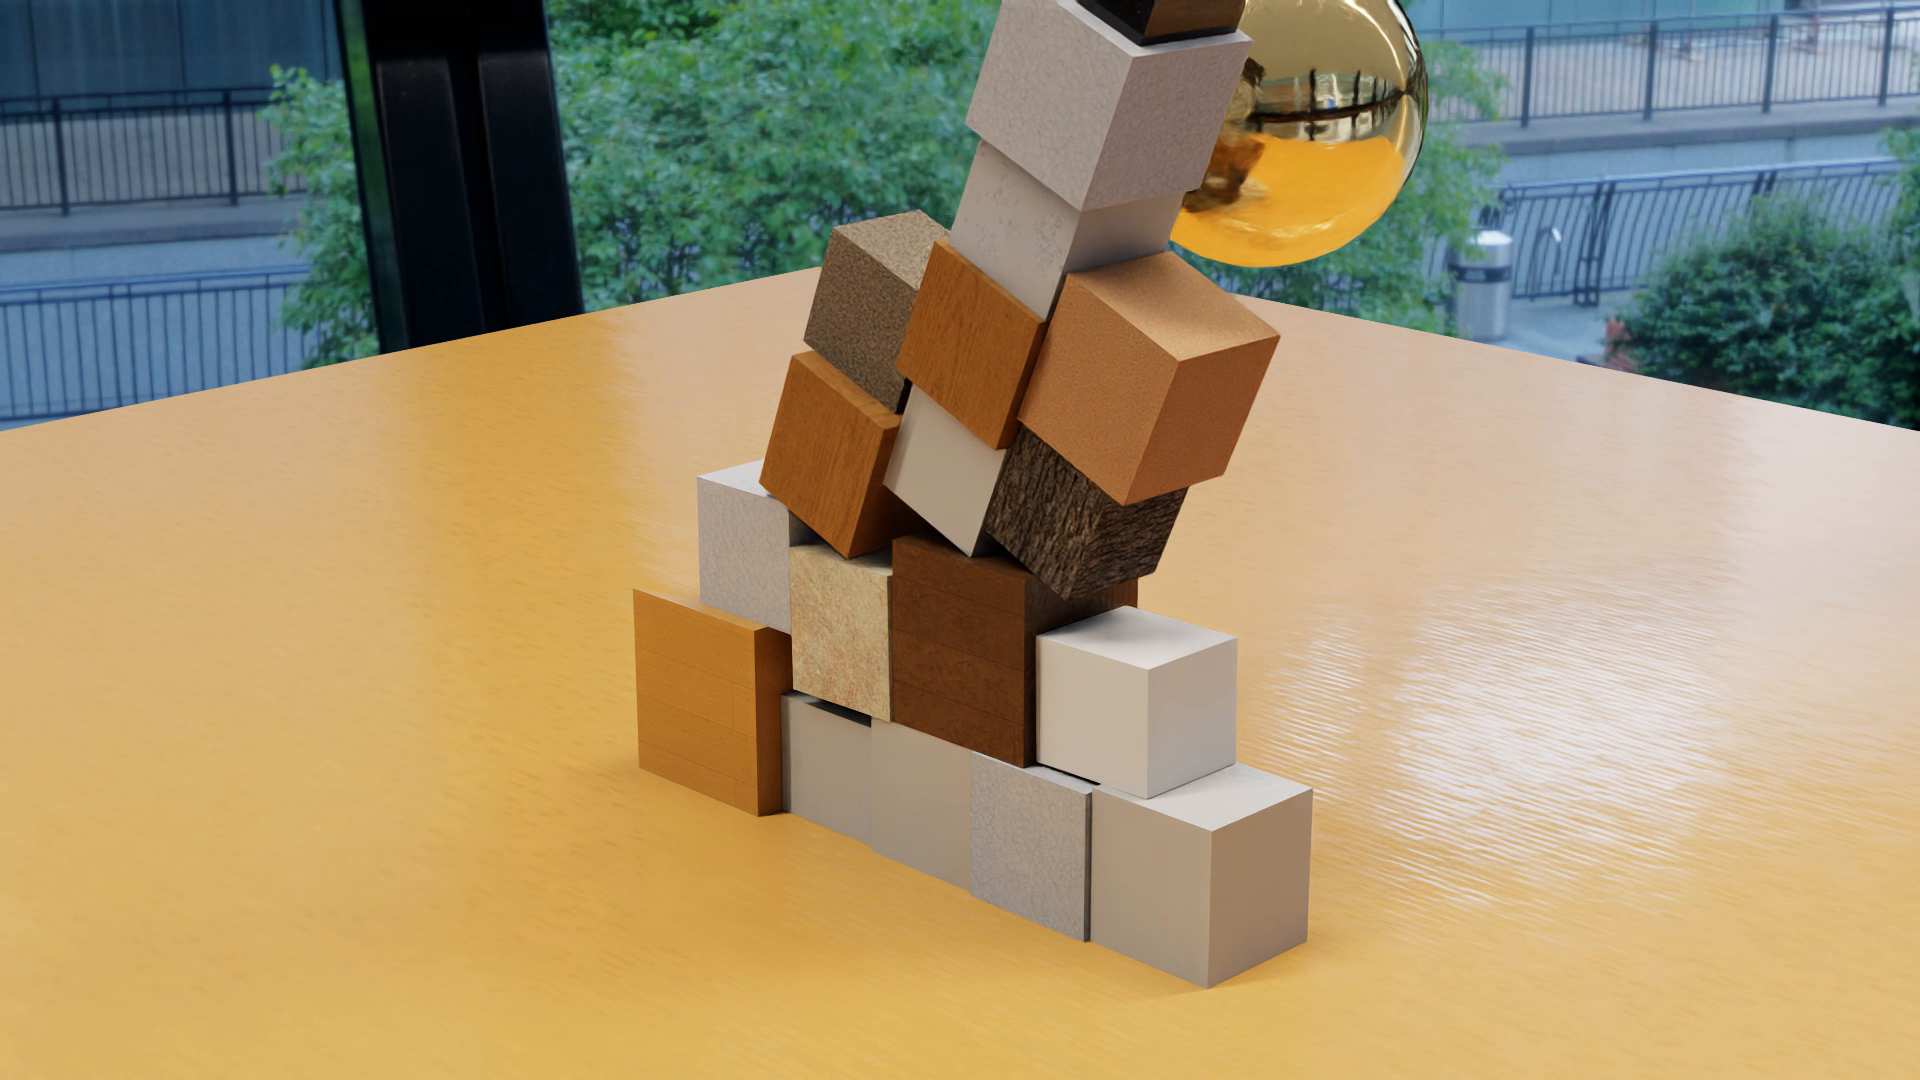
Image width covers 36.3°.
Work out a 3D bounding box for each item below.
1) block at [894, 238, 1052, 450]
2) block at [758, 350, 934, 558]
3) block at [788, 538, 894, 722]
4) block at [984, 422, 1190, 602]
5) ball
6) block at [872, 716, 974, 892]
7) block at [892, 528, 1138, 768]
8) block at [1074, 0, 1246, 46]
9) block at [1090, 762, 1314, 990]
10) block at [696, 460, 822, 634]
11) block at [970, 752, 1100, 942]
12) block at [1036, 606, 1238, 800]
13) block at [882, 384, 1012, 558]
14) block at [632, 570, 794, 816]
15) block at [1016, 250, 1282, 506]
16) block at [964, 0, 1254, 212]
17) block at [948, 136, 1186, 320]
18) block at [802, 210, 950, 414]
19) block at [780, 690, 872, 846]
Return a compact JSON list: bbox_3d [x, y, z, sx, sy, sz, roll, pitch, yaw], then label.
[{"bbox_3d":[0.275,-0.906,12.777,0.722,0.652,0.669,-17,47,-43],"label":"block"},{"bbox_3d":[-0.370,-0.459,13.566,0.758,0.705,0.646,-17,45,-42],"label":"block"},{"bbox_3d":[-0.283,0.351,13.774,0.659,0.696,0.777,15,23,43],"label":"block"},{"bbox_3d":[0.562,-0.188,12.699,0.566,0.594,0.549,-17,47,-43],"label":"block"},{"bbox_3d":[1.467,-2.123,14.212,1.600,1.600,1.600,0,17,0],"label":"ball"},{"bbox_3d":[0.072,1.124,13.616,0.697,0.691,0.659,-17,24,-42],"label":"block"},{"bbox_3d":[0.247,0.423,13.230,0.822,0.870,0.735,17,24,42],"label":"block"},{"bbox_3d":[0.812,-2.415,11.753,0.587,0.610,0.576,-17,46,-42],"label":"block"},{"bbox_3d":[1.040,1.405,12.673,0.668,0.720,0.671,-17,24,-42],"label":"block"},{"bbox_3d":[-0.770,-0.007,14.137,0.726,0.639,0.658,-17,24,-42],"label":"block"},{"bbox_3d":[0.557,1.268,13.151,0.750,0.695,0.695,-17,24,-42],"label":"block"},{"bbox_3d":[0.767,0.695,12.765,0.584,0.582,0.648,-17,23,-42],"label":"block"},{"bbox_3d":[0.130,-0.382,13.074,0.582,0.576,0.602,-17,46,-43],"label":"block"},{"bbox_3d":[-0.965,0.688,14.574,0.920,0.949,0.903,-17,24,-42],"label":"block"},{"bbox_3d":[0.788,-0.687,12.326,0.650,0.729,0.665,-17,48,-43],"label":"block"},{"bbox_3d":[0.608,-1.888,12.089,0.730,0.703,0.725,-16,46,-42],"label":"block"},{"bbox_3d":[0.454,-1.385,12.446,0.638,0.566,0.633,-16,46,-42],"label":"block"},{"bbox_3d":[-0.239,-1.040,13.283,0.544,0.602,0.647,-17,46,-42],"label":"block"},{"bbox_3d":[-0.390,1.023,14.101,0.654,0.593,0.671,-17,24,-42],"label":"block"}]
